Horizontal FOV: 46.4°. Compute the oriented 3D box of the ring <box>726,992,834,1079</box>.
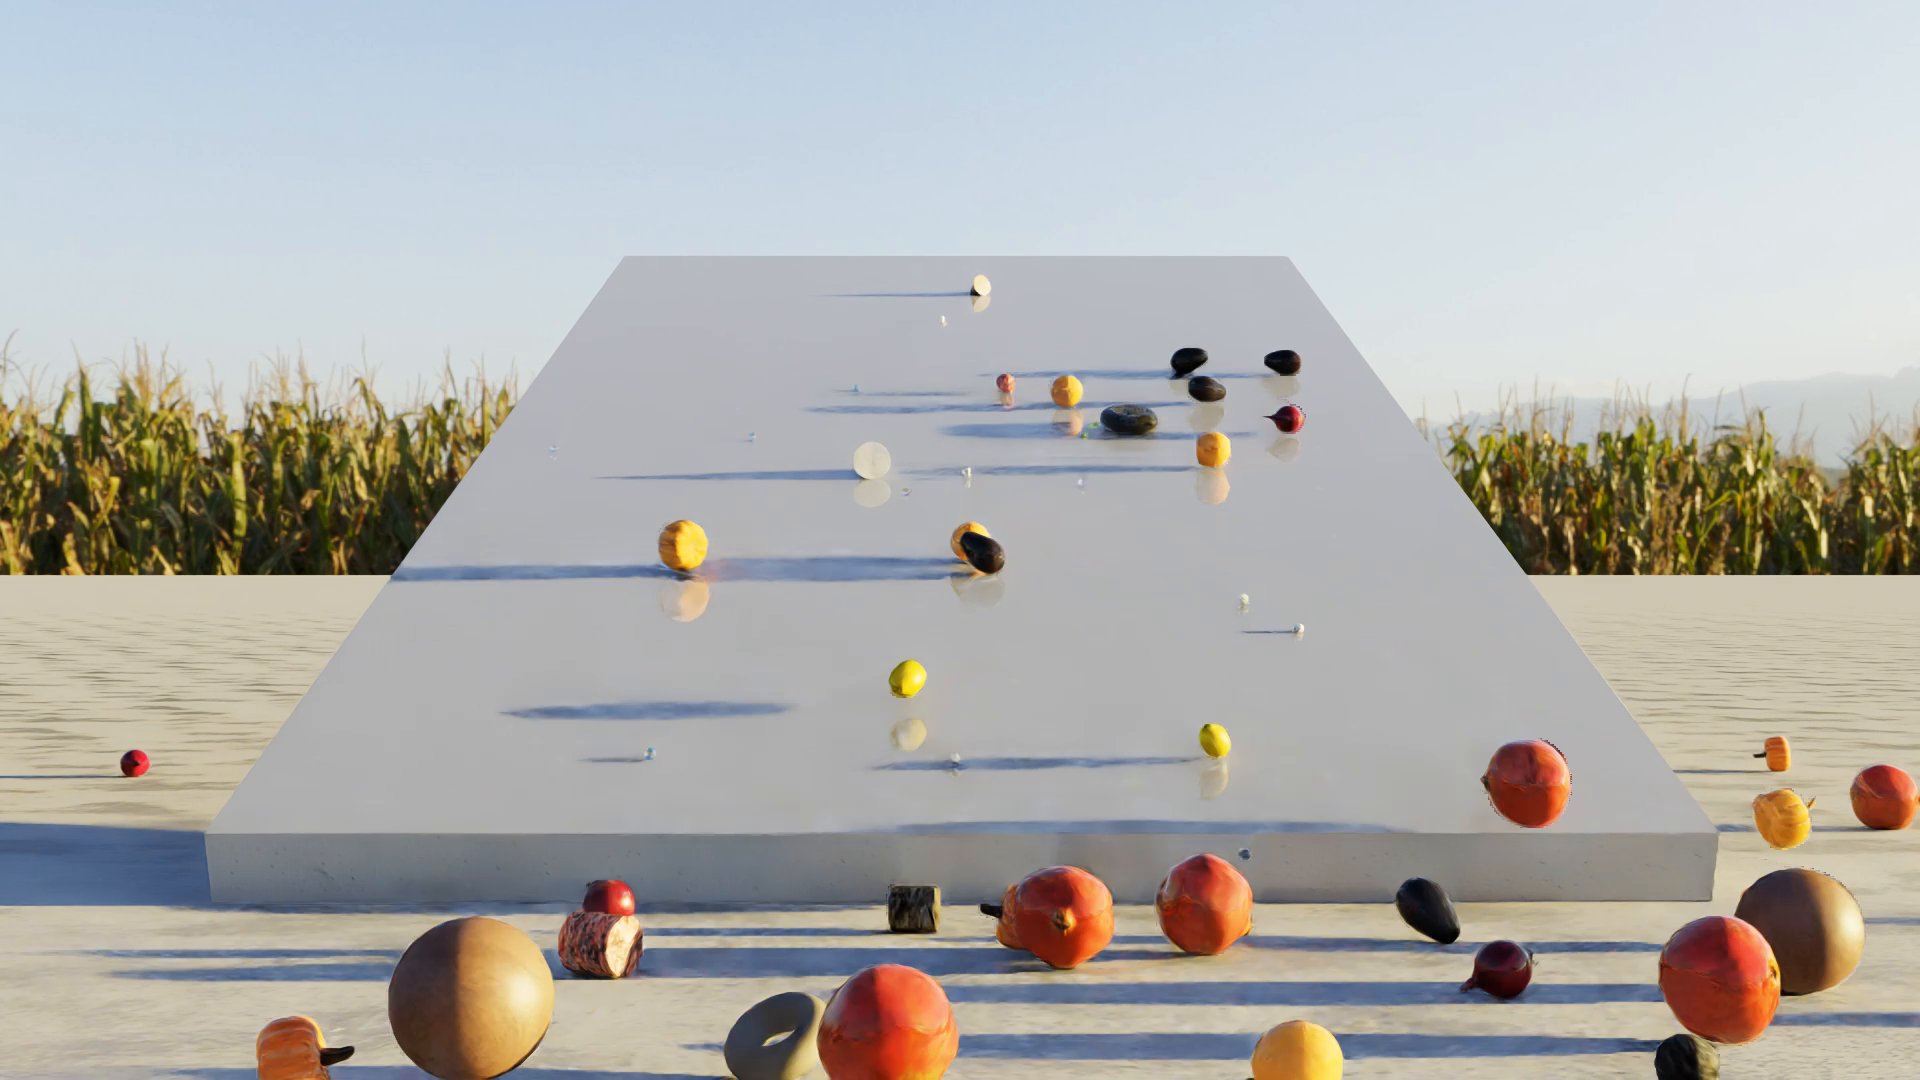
[{"bbox_3d":[-0.157,0.435,1.953,0.101,0.034,0.101,-18,26,9],"label":"ring"}]

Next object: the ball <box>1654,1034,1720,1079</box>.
[{"bbox_3d":[0.612,0.442,1.886,0.052,0.052,0.052,0,-1,0],"label":"ball"}]

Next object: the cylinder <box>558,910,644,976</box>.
[{"bbox_3d":[-0.392,0.441,2.446,0.066,0.066,0.066,0,-1,28],"label":"cylinder"}]

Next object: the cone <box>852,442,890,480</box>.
[{"bbox_3d":[-0.184,-0.154,4.551,0.078,0.078,0.078,0,-9,-8],"label":"cone"}]

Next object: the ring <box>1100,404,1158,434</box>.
[{"bbox_3d":[0.367,-0.262,4.870,0.127,0.042,0.127,3,20,-1],"label":"ring"}]

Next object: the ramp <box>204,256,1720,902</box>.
[{"bbox_3d":[-0.004,-0.188,4.871,2.000,0.100,4.000,0,18,0],"label":"ramp"}]
